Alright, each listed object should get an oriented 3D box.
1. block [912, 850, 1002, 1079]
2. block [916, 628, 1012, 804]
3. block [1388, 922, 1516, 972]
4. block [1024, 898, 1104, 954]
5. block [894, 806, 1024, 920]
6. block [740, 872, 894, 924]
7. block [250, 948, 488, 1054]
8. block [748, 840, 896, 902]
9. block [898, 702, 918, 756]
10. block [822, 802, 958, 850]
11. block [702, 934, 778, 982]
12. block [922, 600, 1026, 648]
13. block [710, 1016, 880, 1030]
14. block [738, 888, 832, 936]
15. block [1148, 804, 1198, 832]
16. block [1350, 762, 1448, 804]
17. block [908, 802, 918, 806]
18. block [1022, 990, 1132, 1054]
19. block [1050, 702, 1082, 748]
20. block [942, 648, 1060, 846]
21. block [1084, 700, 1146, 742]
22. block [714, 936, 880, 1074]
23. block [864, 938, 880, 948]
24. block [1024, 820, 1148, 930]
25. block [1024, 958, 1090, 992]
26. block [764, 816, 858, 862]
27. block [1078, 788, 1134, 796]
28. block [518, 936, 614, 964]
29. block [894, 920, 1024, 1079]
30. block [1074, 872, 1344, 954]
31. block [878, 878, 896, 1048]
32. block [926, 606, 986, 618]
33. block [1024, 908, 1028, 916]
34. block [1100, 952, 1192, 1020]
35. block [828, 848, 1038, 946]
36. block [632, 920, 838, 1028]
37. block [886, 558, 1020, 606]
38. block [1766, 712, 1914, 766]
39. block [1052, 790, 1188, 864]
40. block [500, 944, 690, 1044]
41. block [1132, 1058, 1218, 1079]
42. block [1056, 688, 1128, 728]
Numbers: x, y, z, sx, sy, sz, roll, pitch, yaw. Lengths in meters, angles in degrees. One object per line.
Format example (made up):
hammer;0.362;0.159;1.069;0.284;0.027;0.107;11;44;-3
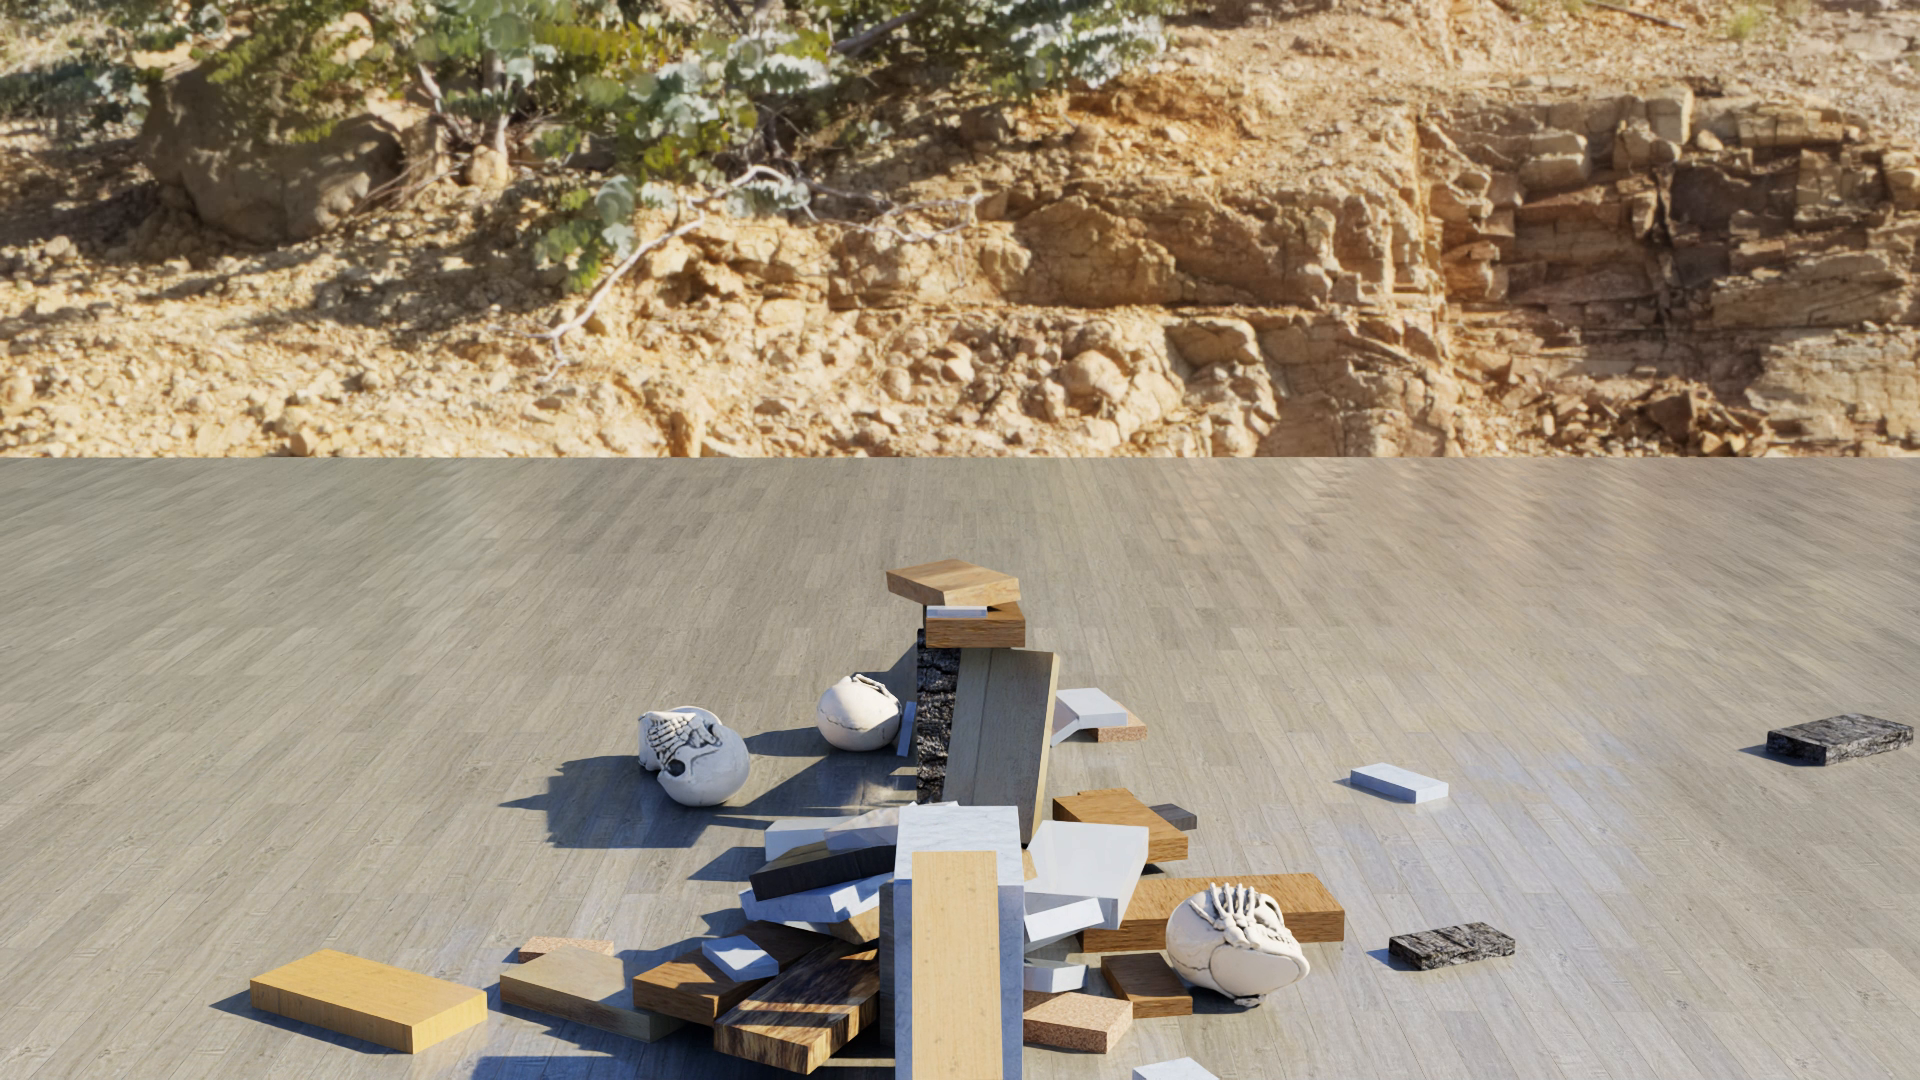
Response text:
block;-0.003;0.603;2.498;0.102;0.535;0.029;-1;-34;-1
block;0.008;0.338;4.072;0.172;0.345;0.049;0;5;2
block;0.761;0.628;3.400;0.173;0.024;0.086;-5;11;-23
block;0.088;0.581;3.213;0.128;0.036;0.256;-9;-16;-32
block;-0.002;0.408;2.802;0.158;0.045;0.315;0;11;0
block;-0.197;0.524;3.287;0.145;0.041;0.291;-18;2;-33
block;-0.854;0.662;3.170;0.325;0.041;0.145;6;12;31
block;-0.152;0.468;3.261;0.291;0.041;0.145;-16;2;24
block;-0.109;0.389;4.539;0.021;0.075;0.150;10;11;0
block;-0.100;0.418;3.210;0.102;0.029;0.203;-19;3;-39
block;-0.314;0.596;3.134;0.065;0.018;0.130;-5;11;-27
block;0.021;0.147;3.997;0.172;0.049;0.345;0;5;-2
block;-0.205;0.666;3.150;0.285;0.040;0.143;-7;13;-33
block;-0.257;0.596;3.438;0.091;0.026;0.306;-19;17;-19
block;0.335;0.515;4.007;0.174;0.025;0.087;-5;12;-27
block;0.849;0.469;4.252;0.087;0.025;0.174;-7;13;-34
block;-0.144;0.509;3.576;0.033;0.118;0.236;44;22;9
block;0.117;0.675;3.123;0.230;0.033;0.115;4;11;22
block;0.198;0.385;4.611;0.075;0.021;0.150;-35;17;-6
block;0.071;0.369;3.947;0.172;0.345;0.049;3;-14;17
block;0.316;0.386;4.685;0.105;0.030;0.211;-2;11;-13
block;-0.194;0.642;3.056;0.145;0.041;0.324;8;15;25
block;-0.148;0.591;3.386;0.086;0.024;0.195;29;-2;-26
block;0.191;0.536;3.544;0.180;0.051;0.359;2;11;12
block;0.105;0.627;3.178;0.115;0.033;0.230;3;-8;16
block;-0.147;0.510;3.804;0.359;0.051;0.180;-3;-1;2
block;0.277;0.488;4.182;0.096;0.014;0.048;-3;11;-15
block;-0.606;0.634;3.383;0.130;0.018;0.065;2;11;9
block;-0.001;0.604;2.732;0.157;0.315;0.045;0;11;0
block;0.386;0.593;3.511;0.415;0.051;0.180;-1;11;-7
block;-0.069;0.581;3.086;0.033;0.230;0.115;6;12;28
block;-0.005;0.126;3.875;0.105;0.015;0.053;0;5;0
block;0.003;0.547;3.266;0.128;0.036;0.256;-18;2;-14
block;0.274;0.656;3.243;0.091;0.026;0.182;-2;11;-10
block;-0.045;0.522;3.255;0.290;0.041;0.145;-18;2;-18
block;-0.319;0.620;3.168;0.145;0.041;0.290;6;11;33
block;-0.017;0.084;4.097;0.141;0.040;0.371;-10;8;-17
block;1.815;0.409;4.532;0.283;0.040;0.141;-7;12;-32
block;0.279;0.507;3.873;0.141;0.040;0.283;-3;11;-18
block;-0.513;0.657;3.197;0.285;0.040;0.143;7;12;32
block;0.305;0.726;2.870;0.086;0.024;0.173;-5;12;-24
block;0.273;0.357;4.678;0.105;0.030;0.211;-3;11;-14
